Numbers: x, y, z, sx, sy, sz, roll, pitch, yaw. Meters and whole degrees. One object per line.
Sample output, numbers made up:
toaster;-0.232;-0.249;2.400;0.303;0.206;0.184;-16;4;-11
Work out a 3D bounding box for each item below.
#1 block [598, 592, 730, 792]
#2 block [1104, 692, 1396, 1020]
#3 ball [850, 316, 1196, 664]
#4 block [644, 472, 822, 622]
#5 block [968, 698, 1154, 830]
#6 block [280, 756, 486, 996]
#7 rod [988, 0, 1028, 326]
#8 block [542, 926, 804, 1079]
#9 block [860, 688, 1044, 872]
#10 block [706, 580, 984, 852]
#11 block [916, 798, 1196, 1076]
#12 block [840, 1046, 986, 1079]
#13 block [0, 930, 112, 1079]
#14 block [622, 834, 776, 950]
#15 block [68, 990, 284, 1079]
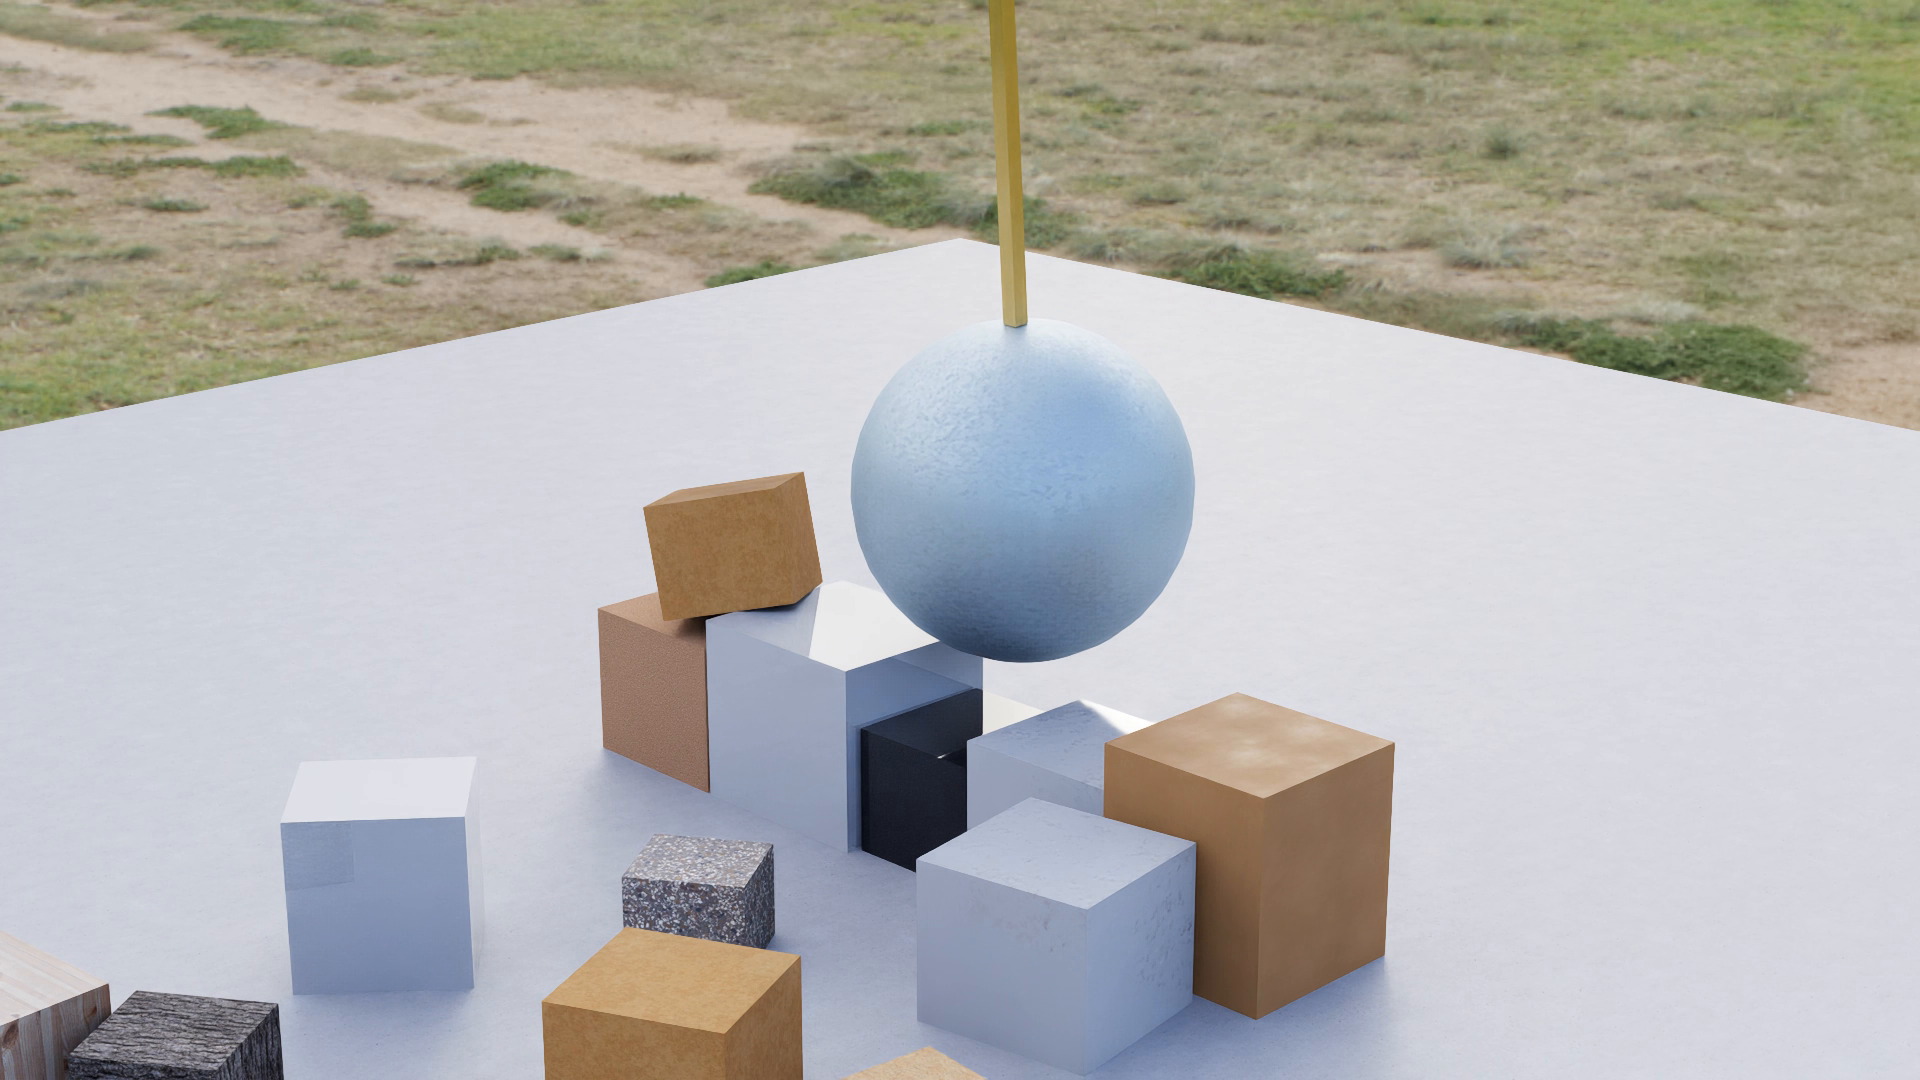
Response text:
block;-1.224;0.705;14.850;0.847;0.751;0.850;-16;24;-41
block;1.221;1.323;12.498;0.863;0.983;0.870;17;24;42
ball;0.291;-0.231;13.574;1.600;1.600;1.600;0;17;0
block;-1.114;0.027;14.486;0.667;0.567;0.597;-8;8;12
block;0.596;1.256;13.109;0.849;0.743;0.747;17;24;42
block;-2.448;1.423;12.514;0.751;0.781;0.675;-1;18;-5
rod;0.126;-3.418;12.400;0.080;5.200;0.080;17;28;42
block;-1.076;1.945;11.102;0.742;0.631;0.692;6;19;20
block;0.052;1.153;13.657;0.761;0.611;0.687;-17;24;-42
block;-0.556;0.831;14.192;0.889;0.904;0.999;-16;24;-42
block;0.395;1.607;12.027;0.828;0.721;0.807;12;21;34
block;-0.146;2.204;10.490;0.502;0.505;0.514;-14;22;-37
block;-3.699;1.973;11.012;0.724;0.633;0.744;14;22;38
block;-1.121;1.574;12.627;0.537;0.426;0.472;3;18;11
block;-2.902;2.059;10.914;0.576;0.526;0.547;3;18;11
